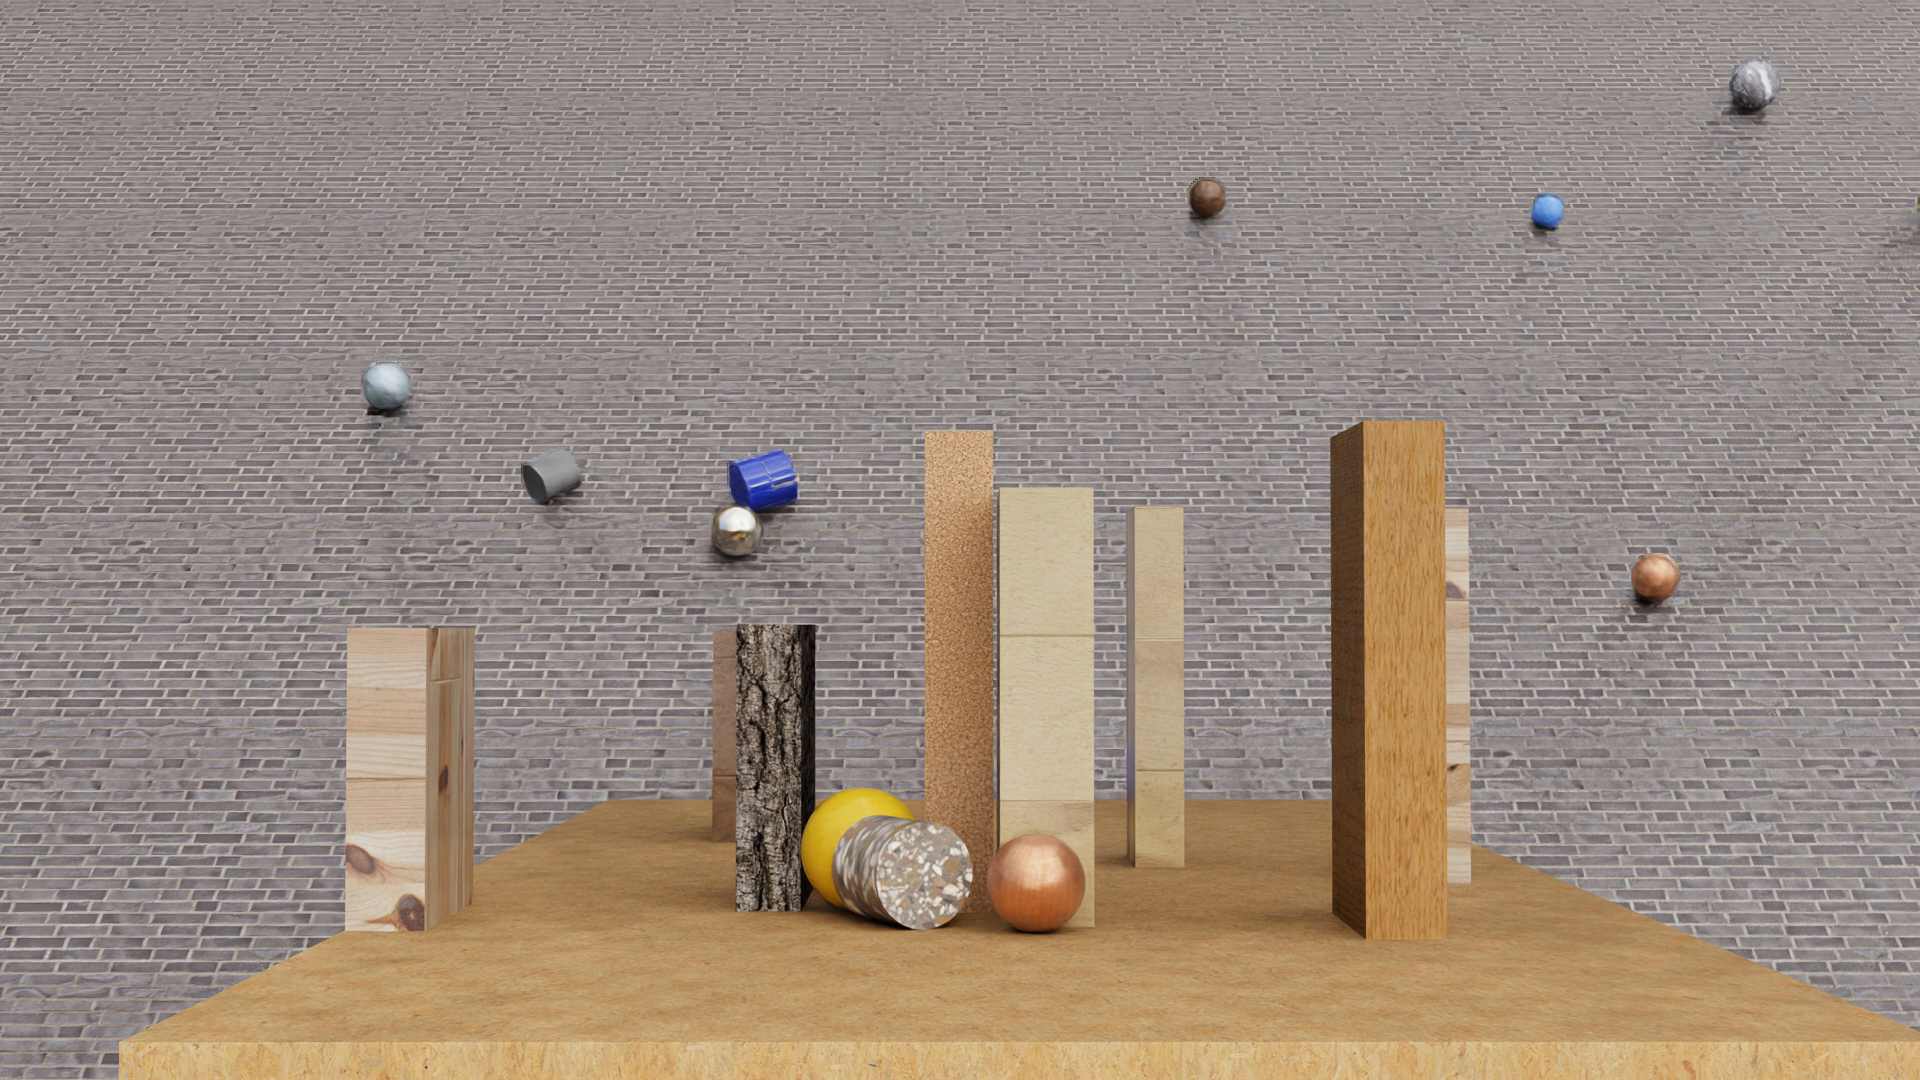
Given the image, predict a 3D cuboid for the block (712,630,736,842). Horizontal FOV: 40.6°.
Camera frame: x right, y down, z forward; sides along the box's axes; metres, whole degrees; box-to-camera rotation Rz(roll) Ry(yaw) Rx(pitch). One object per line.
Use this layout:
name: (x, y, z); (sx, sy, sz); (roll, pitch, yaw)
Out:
block: (-0.479, 0.420, 5.662); (0.088, 0.447, 0.344); (0, -2, 0)

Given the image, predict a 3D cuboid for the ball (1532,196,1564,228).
ball: (2.161, -1.206, 9.555); (0.117, 0.117, 0.117); (0, 35, 0)

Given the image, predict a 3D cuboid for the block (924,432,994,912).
block: (-0.002, 0.215, 4.314); (0.109, 0.768, 0.328); (0, -2, 0)

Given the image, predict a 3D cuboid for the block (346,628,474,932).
block: (-0.861, 0.365, 4.089); (0.119, 0.453, 0.388); (0, -2, 0)

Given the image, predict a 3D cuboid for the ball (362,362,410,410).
ball: (-1.882, -0.504, 8.528); (0.155, 0.155, 0.155); (0, 35, 0)

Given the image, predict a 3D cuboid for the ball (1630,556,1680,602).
ball: (2.051, 0.114, 7.670); (0.138, 0.138, 0.138); (0, 35, 0)

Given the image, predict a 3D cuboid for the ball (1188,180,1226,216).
ball: (0.917, -1.267, 9.623); (0.137, 0.137, 0.137); (0, 35, 0)

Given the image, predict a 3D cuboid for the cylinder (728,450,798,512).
cylinder: (-0.610, -0.178, 8.061); (0.163, 0.163, 0.163); (-17, 39, -23)

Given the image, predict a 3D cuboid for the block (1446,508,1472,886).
block: (0.854, 0.281, 4.724); (0.091, 0.664, 0.280); (0, -2, 0)

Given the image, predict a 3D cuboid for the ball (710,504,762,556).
ball: (-0.675, -0.029, 7.854); (0.159, 0.159, 0.159); (0, 35, 0)

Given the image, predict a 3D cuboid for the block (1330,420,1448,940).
block: (0.651, 0.209, 3.966); (0.119, 0.756, 0.343); (0, -2, 0)

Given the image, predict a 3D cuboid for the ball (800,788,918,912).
ball: (-0.155, 0.494, 4.149); (0.199, 0.199, 0.199); (0, 35, 0)

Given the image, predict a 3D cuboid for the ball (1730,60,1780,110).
ball: (3.165, -1.812, 10.348); (0.191, 0.191, 0.191); (0, 35, 0)

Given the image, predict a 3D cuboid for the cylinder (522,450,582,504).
cylinder: (-1.275, -0.199, 8.117); (0.130, 0.130, 0.130); (-27, 43, -33)

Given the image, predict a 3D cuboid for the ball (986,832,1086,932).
ball: (0.114, 0.511, 3.872); (0.148, 0.148, 0.148); (0, 35, 0)

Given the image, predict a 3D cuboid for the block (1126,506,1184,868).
block: (0.378, 0.281, 5.047); (0.093, 0.685, 0.252); (0, -2, 0)

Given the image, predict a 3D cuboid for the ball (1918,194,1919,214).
ball: (3.617, -1.236, 9.521); (0.205, 0.205, 0.205); (0, 35, 0)

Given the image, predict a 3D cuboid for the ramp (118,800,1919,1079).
ramp: (0.078, 0.667, 4.846); (2.000, 0.100, 4.000); (0, -2, 0)

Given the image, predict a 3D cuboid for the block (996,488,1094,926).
block: (0.132, 0.259, 4.127); (0.143, 0.667, 0.346); (0, -2, 0)

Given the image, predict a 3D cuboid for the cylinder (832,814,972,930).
cylinder: (-0.090, 0.507, 3.980); (0.162, 0.162, 0.162); (-20, 7, -26)

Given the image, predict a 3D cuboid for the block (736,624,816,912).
block: (-0.307, 0.371, 4.366); (0.104, 0.459, 0.409); (0, -2, 0)
